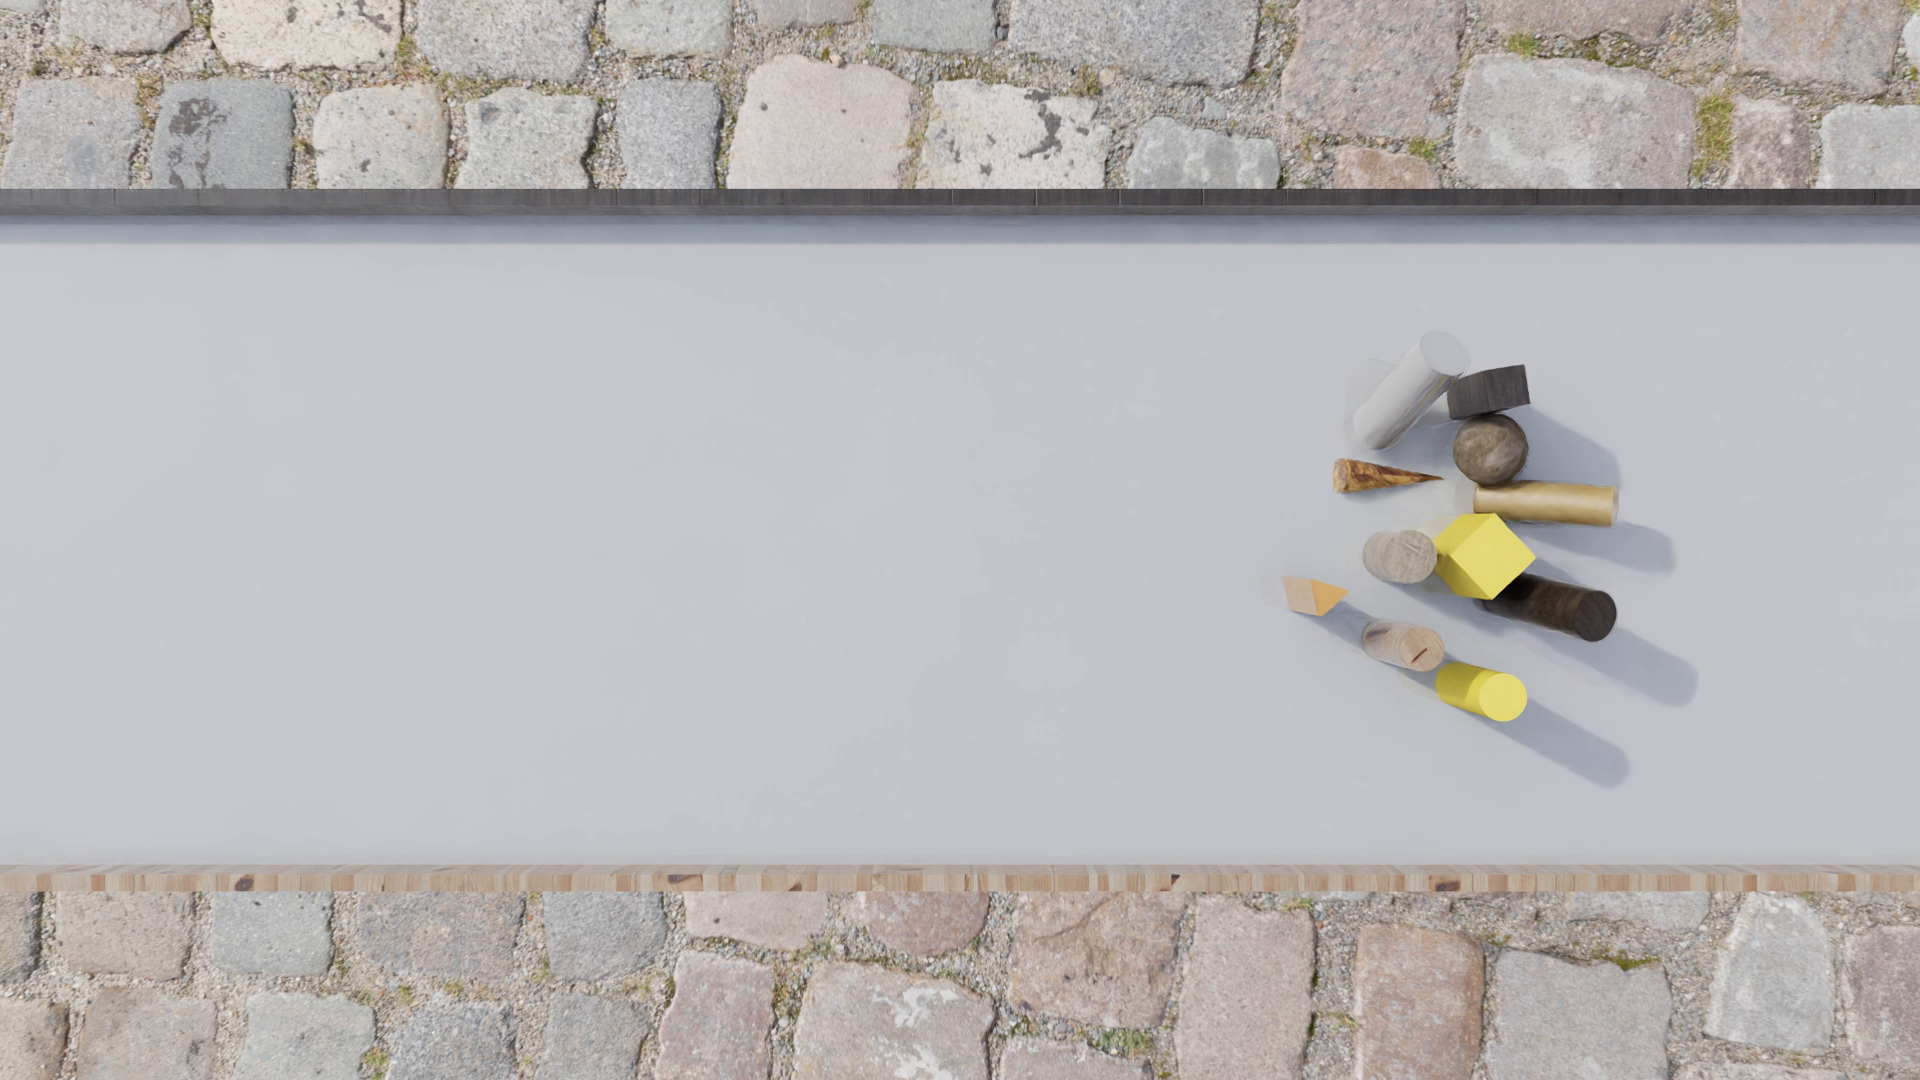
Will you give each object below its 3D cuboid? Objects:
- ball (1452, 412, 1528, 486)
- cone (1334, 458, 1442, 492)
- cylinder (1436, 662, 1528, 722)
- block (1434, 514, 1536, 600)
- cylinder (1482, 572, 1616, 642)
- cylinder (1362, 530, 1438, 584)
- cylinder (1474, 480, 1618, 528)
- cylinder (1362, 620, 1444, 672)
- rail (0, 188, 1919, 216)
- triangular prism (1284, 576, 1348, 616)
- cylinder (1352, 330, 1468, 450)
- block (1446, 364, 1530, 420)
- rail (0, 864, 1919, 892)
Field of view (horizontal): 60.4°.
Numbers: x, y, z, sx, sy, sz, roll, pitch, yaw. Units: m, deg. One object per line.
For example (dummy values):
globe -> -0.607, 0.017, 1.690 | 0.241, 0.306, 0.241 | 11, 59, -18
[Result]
ball -> 1.583, -0.271, 4.921 | 0.215, 0.215, 0.215 | 0, 90, 0
cone -> 1.328, -0.194, 5.050 | 0.347, 0.107, 0.107 | 1, 90, -9
cylinder -> 1.530, 0.443, 4.861 | 0.136, 0.430, 0.136 | 0, 90, 0
block -> 1.539, 0.048, 4.918 | 0.177, 0.318, 0.177 | -43, 90, 0
cylinder -> 1.728, 0.187, 4.860 | 0.148, 0.408, 0.148 | -3, 99, -20
cylinder -> 1.308, 0.047, 4.920 | 0.153, 0.307, 0.153 | 0, 90, 3
cylinder -> 1.749, -0.112, 4.931 | 0.390, 0.123, 0.123 | 6, 90, 28
cylinder -> 1.297, 0.307, 4.850 | 0.125, 0.452, 0.125 | 0, 90, 0
rail -> -2.247, -1.025, 5.002 | 12.000, 0.150, 0.050 | 0, 90, 0
triangular prism -> 1.026, 0.147, 4.866 | 0.107, 0.422, 0.093 | -42, 90, 0
cylinder -> 1.321, -0.436, 4.858 | 0.153, 0.419, 0.153 | 7, 61, -13
block -> 1.557, -0.435, 4.884 | 0.115, 0.385, 0.115 | -9, 90, 0
rail -> -2.247, 1.025, 5.001 | 12.000, 0.150, 0.050 | 0, 90, 0
